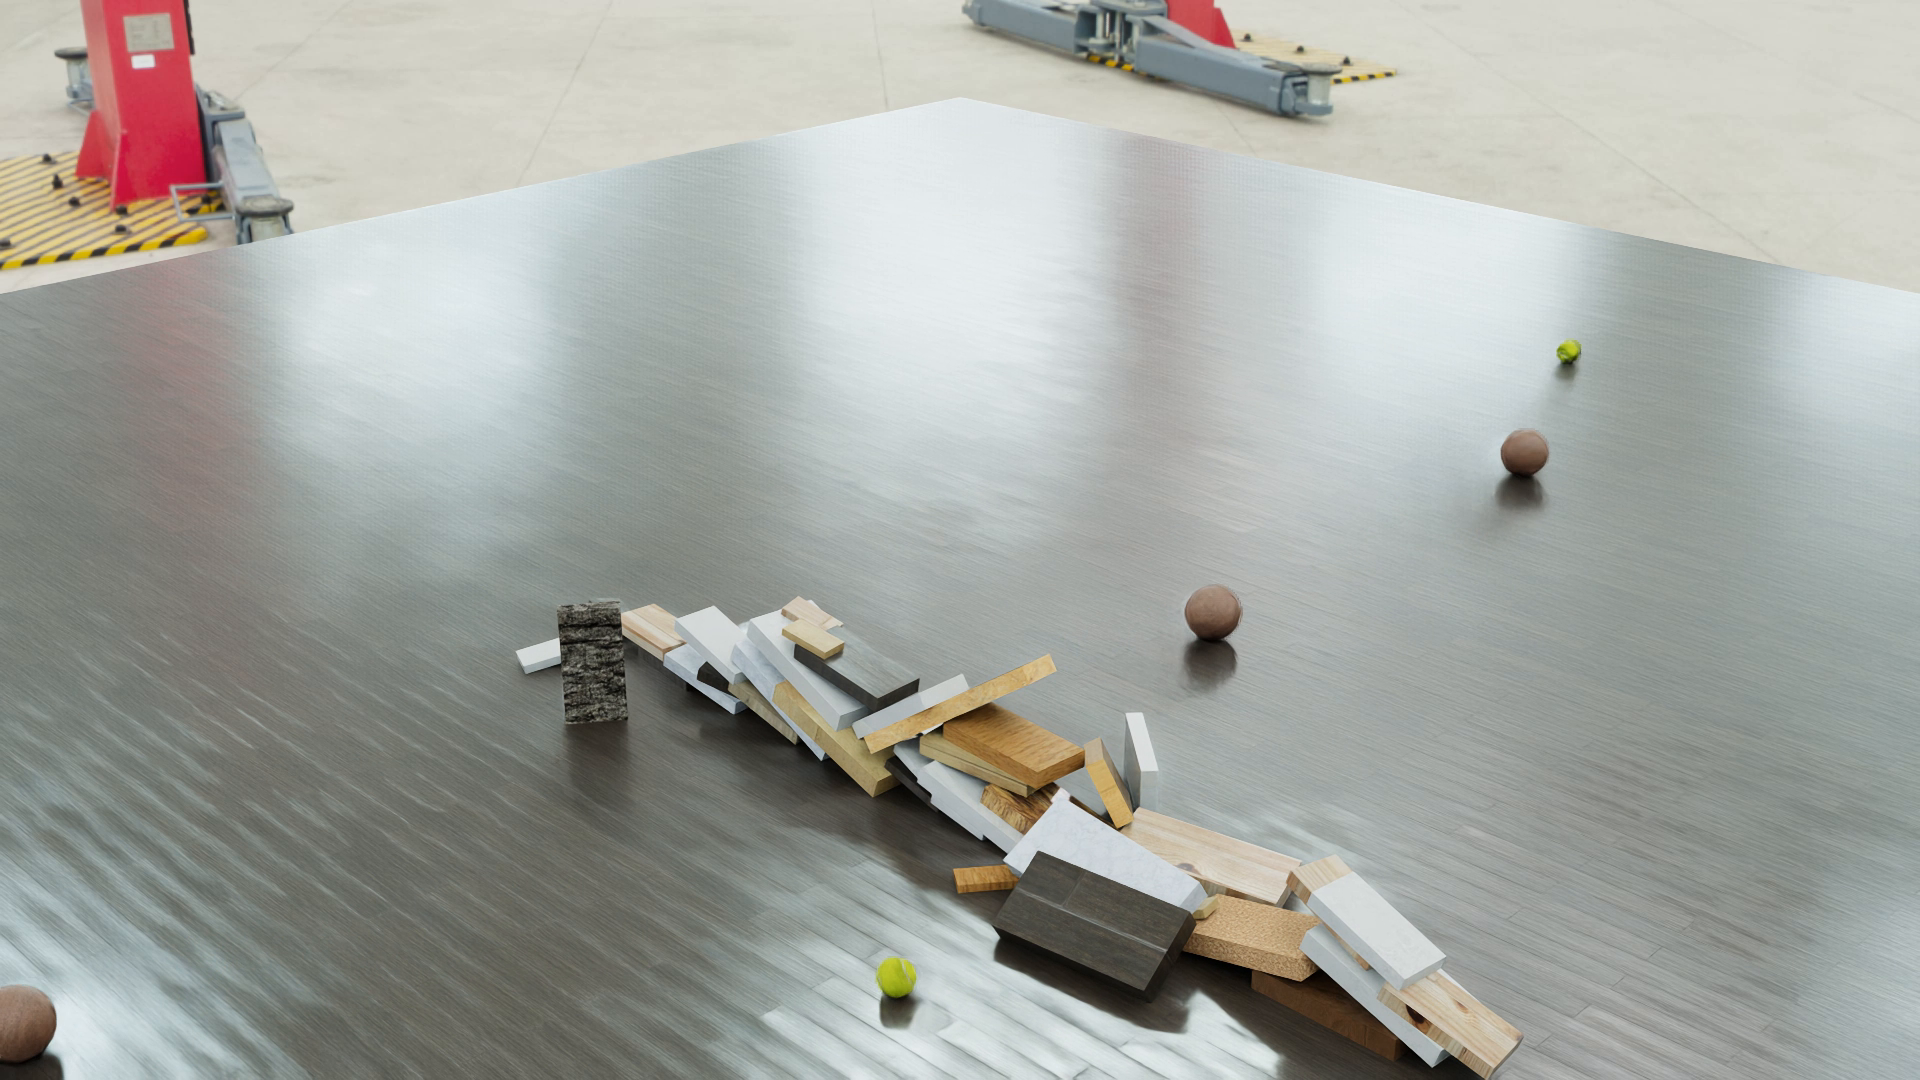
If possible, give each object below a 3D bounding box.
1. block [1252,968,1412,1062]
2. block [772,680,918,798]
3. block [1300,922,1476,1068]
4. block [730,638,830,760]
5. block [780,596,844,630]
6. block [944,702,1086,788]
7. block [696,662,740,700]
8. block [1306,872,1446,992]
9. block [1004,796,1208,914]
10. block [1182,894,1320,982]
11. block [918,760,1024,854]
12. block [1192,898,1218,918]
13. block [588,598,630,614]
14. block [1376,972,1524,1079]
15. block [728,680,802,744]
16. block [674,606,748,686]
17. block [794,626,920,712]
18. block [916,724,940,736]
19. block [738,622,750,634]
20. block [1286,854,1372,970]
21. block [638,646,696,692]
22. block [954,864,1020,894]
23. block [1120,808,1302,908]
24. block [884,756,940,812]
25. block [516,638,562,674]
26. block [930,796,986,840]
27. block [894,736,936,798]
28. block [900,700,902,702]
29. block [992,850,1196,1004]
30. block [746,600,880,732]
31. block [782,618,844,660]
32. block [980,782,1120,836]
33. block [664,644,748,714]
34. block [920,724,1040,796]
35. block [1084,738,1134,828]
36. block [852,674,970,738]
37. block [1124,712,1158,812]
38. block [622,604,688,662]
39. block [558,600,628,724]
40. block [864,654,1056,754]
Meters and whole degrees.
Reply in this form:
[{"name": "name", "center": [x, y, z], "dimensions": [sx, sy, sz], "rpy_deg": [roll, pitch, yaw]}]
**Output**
[{"name": "block", "center": [0.676, 0.794, 3.834], "dimensions": [0.152, 0.043, 0.303], "rpy_deg": [-21, 31, -40]}, {"name": "block", "center": [-0.226, 0.394, 4.635], "dimensions": [0.166, 0.047, 0.331], "rpy_deg": [-21, 50, -41]}, {"name": "block", "center": [0.744, 0.754, 3.760], "dimensions": [0.152, 0.043, 0.303], "rpy_deg": [-20, 48, -39]}, {"name": "block", "center": [-0.331, 0.324, 4.767], "dimensions": [0.166, 0.047, 0.331], "rpy_deg": [-20, 54, -40]}, {"name": "block", "center": [-0.320, 0.171, 4.761], "dimensions": [0.122, 0.017, 0.061], "rpy_deg": [30, 38, 18]}, {"name": "block", "center": [0.106, 0.406, 4.374], "dimensions": [0.133, 0.038, 0.266], "rpy_deg": [-20, 31, -39]}, {"name": "block", "center": [-0.463, 0.315, 4.885], "dimensions": [0.217, 0.031, 0.108], "rpy_deg": [23, 33, 13]}, {"name": "block", "center": [0.709, 0.665, 3.750], "dimensions": [0.110, 0.031, 0.221], "rpy_deg": [-17, 46, -37]}, {"name": "block", "center": [0.266, 0.628, 4.088], "dimensions": [0.167, 0.047, 0.375], "rpy_deg": [-47, 44, -16]}, {"name": "block", "center": [0.534, 0.710, 3.946], "dimensions": [0.152, 0.043, 0.303], "rpy_deg": [-21, 18, -40]}, {"name": "block", "center": [0.059, 0.520, 4.389], "dimensions": [0.268, 0.038, 0.134], "rpy_deg": [35, 38, 27]}, {"name": "block", "center": [0.409, 0.678, 4.039], "dimensions": [0.120, 0.017, 0.060], "rpy_deg": [-9, 9, 34]}, {"name": "block", "center": [-0.839, 0.172, 5.298], "dimensions": [0.074, 0.021, 0.148], "rpy_deg": [-1, 16, -24]}, {"name": "block", "center": [0.818, 0.795, 3.667], "dimensions": [0.220, 0.031, 0.110], "rpy_deg": [35, 39, 25]}, {"name": "block", "center": [-0.392, 0.355, 4.795], "dimensions": [0.217, 0.031, 0.108], "rpy_deg": [35, 39, 28]}, {"name": "block", "center": [-0.524, 0.232, 4.871], "dimensions": [0.108, 0.031, 0.217], "rpy_deg": [-20, 47, -40]}, {"name": "block", "center": [-0.218, 0.269, 4.622], "dimensions": [0.249, 0.035, 0.125], "rpy_deg": [30, 37, 33]}, {"name": "block", "center": [-0.071, 0.408, 4.776], "dimensions": [0.061, 0.017, 0.122], "rpy_deg": [-14, 27, -31]}, {"name": "block", "center": [-0.443, 0.226, 5.139], "dimensions": [0.135, 0.038, 0.280], "rpy_deg": [17, 22, 35]}, {"name": "block", "center": [0.679, 0.645, 3.821], "dimensions": [0.110, 0.031, 0.221], "rpy_deg": [-12, 43, -33]}, {"name": "block", "center": [-0.637, 0.278, 5.064], "dimensions": [0.113, 0.032, 0.227], "rpy_deg": [-16, 28, -33]}, {"name": "block", "center": [0.050, 0.648, 4.211], "dimensions": [0.120, 0.017, 0.060], "rpy_deg": [-3, 23, -8]}, {"name": "block", "center": [0.464, 0.619, 4.195], "dimensions": [0.335, 0.047, 0.167], "rpy_deg": [16, 27, 20]}, {"name": "block", "center": [-0.074, 0.491, 4.509], "dimensions": [0.153, 0.022, 0.076], "rpy_deg": [38, 39, 25]}, {"name": "block", "center": [-0.944, 0.261, 5.085], "dimensions": [0.148, 0.021, 0.074], "rpy_deg": [-17, 33, -18]}, {"name": "block", "center": [0.021, 0.545, 4.416], "dimensions": [0.077, 0.022, 0.153], "rpy_deg": [-17, 37, -40]}, {"name": "block", "center": [-0.060, 0.461, 4.483], "dimensions": [0.077, 0.022, 0.153], "rpy_deg": [-13, 43, -36]}, {"name": "block", "center": [-0.233, 0.325, 4.945], "dimensions": [0.135, 0.038, 0.269], "rpy_deg": [-7, 24, -16]}, {"name": "block", "center": [0.240, 0.692, 3.961], "dimensions": [0.335, 0.047, 0.167], "rpy_deg": [17, 62, 35]}, {"name": "block", "center": [-0.292, 0.266, 4.701], "dimensions": [0.166, 0.047, 0.331], "rpy_deg": [-17, 48, -38]}, {"name": "block", "center": [-0.311, 0.208, 4.650], "dimensions": [0.122, 0.017, 0.061], "rpy_deg": [27, 35, 30]}, {"name": "block", "center": [0.186, 0.550, 4.323], "dimensions": [0.268, 0.038, 0.134], "rpy_deg": [34, 37, 27]}, {"name": "block", "center": [-0.545, 0.304, 4.938], "dimensions": [0.227, 0.032, 0.113], "rpy_deg": [31, 36, 29]}, {"name": "block", "center": [0.066, 0.430, 4.413], "dimensions": [0.268, 0.038, 0.134], "rpy_deg": [19, 29, 34]}, {"name": "block", "center": [0.294, 0.478, 4.359], "dimensions": [0.038, 0.133, 0.266], "rpy_deg": [-27, 3, 4]}, {"name": "block", "center": [-0.103, 0.343, 4.521], "dimensions": [0.125, 0.035, 0.249], "rpy_deg": [-22, -4, -41]}, {"name": "block", "center": [0.370, 0.467, 4.501], "dimensions": [0.035, 0.125, 0.249], "rpy_deg": [-1, 23, -3]}, {"name": "block", "center": [-0.703, 0.215, 5.131], "dimensions": [0.113, 0.032, 0.227], "rpy_deg": [-17, 28, -35]}, {"name": "block", "center": [-0.799, 0.268, 4.786], "dimensions": [0.135, 0.269, 0.038], "rpy_deg": [-4, 23, -9]}, {"name": "block", "center": [-0.001, 0.333, 4.456], "dimensions": [0.398, 0.038, 0.133], "rpy_deg": [-26, -4, 28]}]
